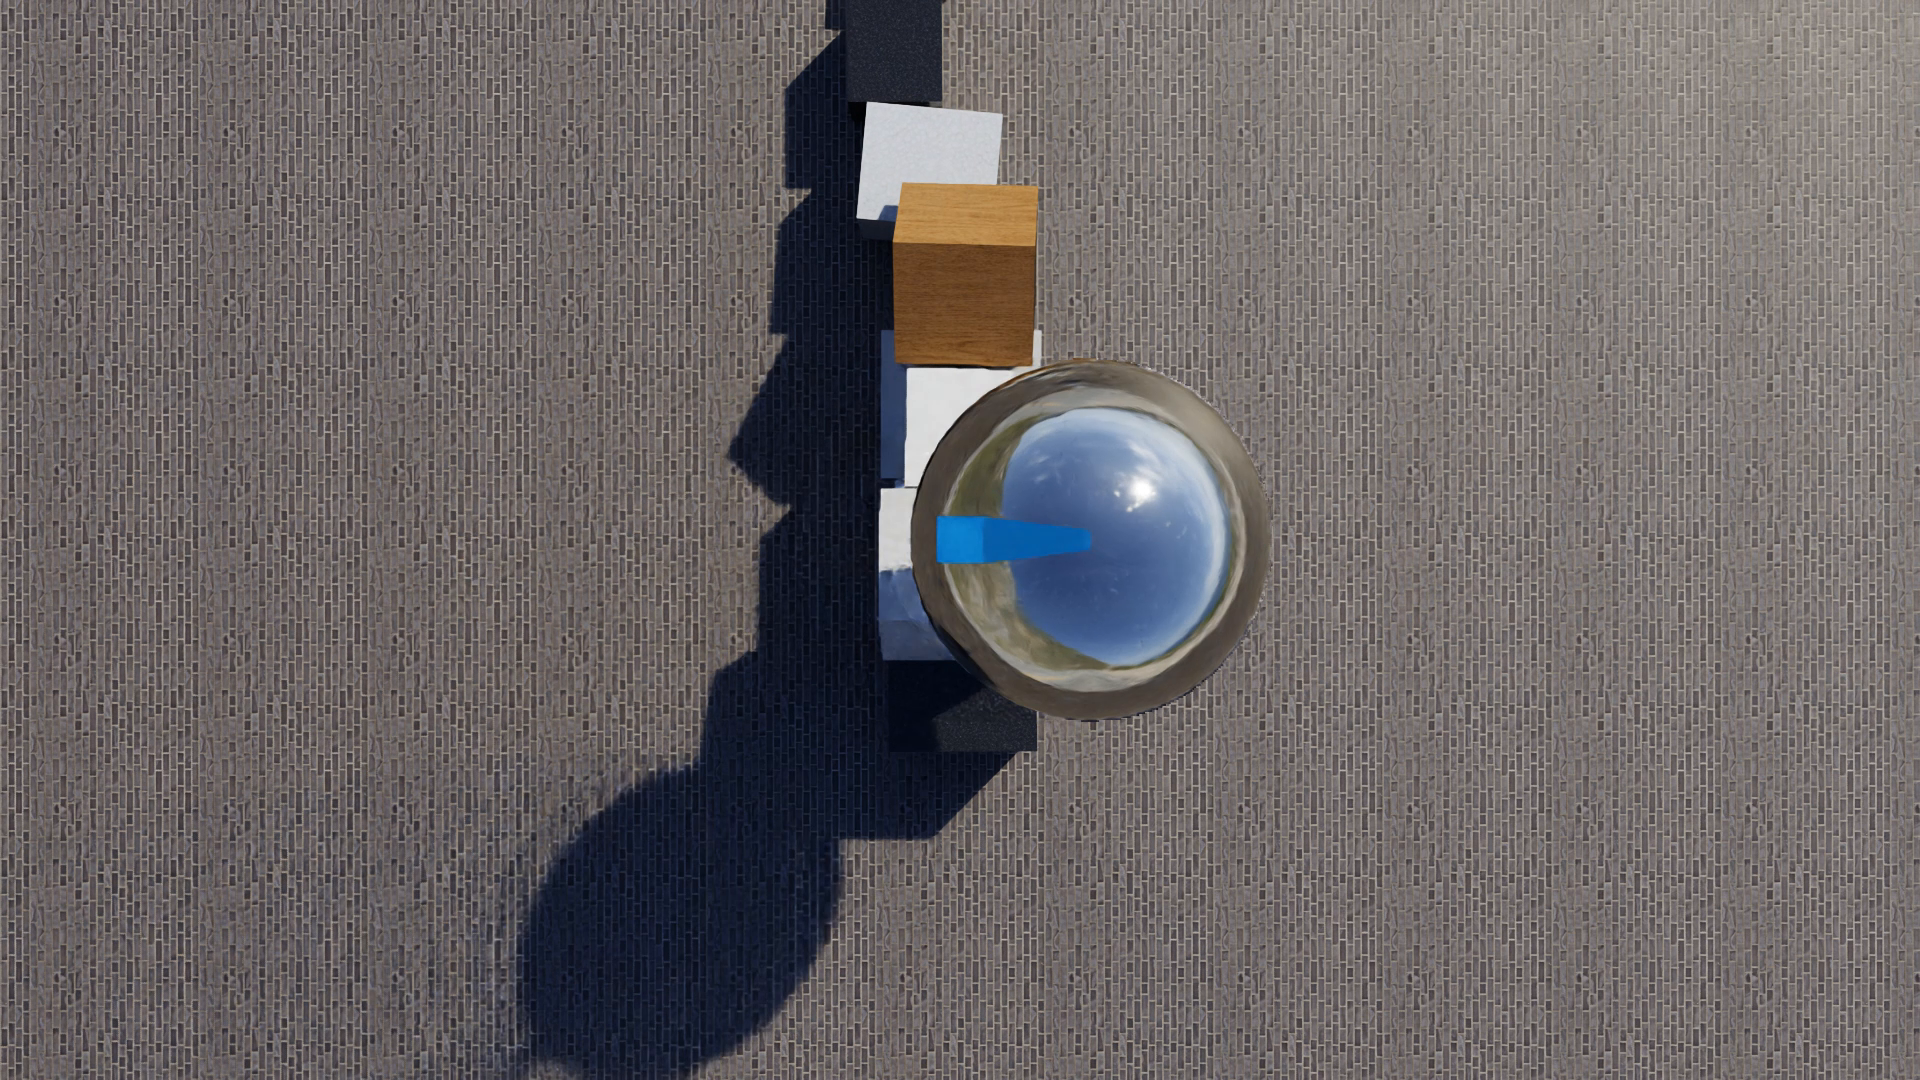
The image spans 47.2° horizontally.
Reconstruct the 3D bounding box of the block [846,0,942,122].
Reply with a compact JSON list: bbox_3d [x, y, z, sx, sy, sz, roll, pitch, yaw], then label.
[{"bbox_3d":[-0.370,-2.773,12.712,0.535,0.576,0.593,0,90,0],"label":"block"}]

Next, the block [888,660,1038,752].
[{"bbox_3d":[0.015,0.794,12.567,0.822,0.866,0.746,0,90,0],"label":"block"}]

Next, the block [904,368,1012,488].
[{"bbox_3d":[-0.009,-0.594,11.944,0.557,0.524,0.632,1,90,0],"label":"block"}]

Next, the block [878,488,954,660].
[{"bbox_3d":[-0.017,0.198,11.772,0.808,0.822,0.712,0,73,0],"label":"block"}]

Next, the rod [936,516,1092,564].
[{"bbox_3d":[0.248,0.000,6.384,0.080,5.200,0.080,0,90,5],"label":"rod"}]

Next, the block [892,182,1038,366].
[{"bbox_3d":[0.037,-1.448,11.971,0.745,0.685,0.737,2,126,2],"label":"block"}]

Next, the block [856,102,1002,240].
[{"bbox_3d":[-0.168,-2.073,12.595,0.756,0.810,0.648,5,90,0],"label":"block"}]

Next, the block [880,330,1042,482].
[{"bbox_3d":[0.007,-0.754,12.603,0.889,0.794,0.819,0,90,0],"label":"block"}]

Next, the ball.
[{"bbox_3d":[0.573,0.000,9.768,1.600,1.600,1.600,0,90,0],"label":"ball"}]

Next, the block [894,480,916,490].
[{"bbox_3d":[-0.015,0.034,12.635,0.701,0.730,0.746,0,90,0],"label":"block"}]
